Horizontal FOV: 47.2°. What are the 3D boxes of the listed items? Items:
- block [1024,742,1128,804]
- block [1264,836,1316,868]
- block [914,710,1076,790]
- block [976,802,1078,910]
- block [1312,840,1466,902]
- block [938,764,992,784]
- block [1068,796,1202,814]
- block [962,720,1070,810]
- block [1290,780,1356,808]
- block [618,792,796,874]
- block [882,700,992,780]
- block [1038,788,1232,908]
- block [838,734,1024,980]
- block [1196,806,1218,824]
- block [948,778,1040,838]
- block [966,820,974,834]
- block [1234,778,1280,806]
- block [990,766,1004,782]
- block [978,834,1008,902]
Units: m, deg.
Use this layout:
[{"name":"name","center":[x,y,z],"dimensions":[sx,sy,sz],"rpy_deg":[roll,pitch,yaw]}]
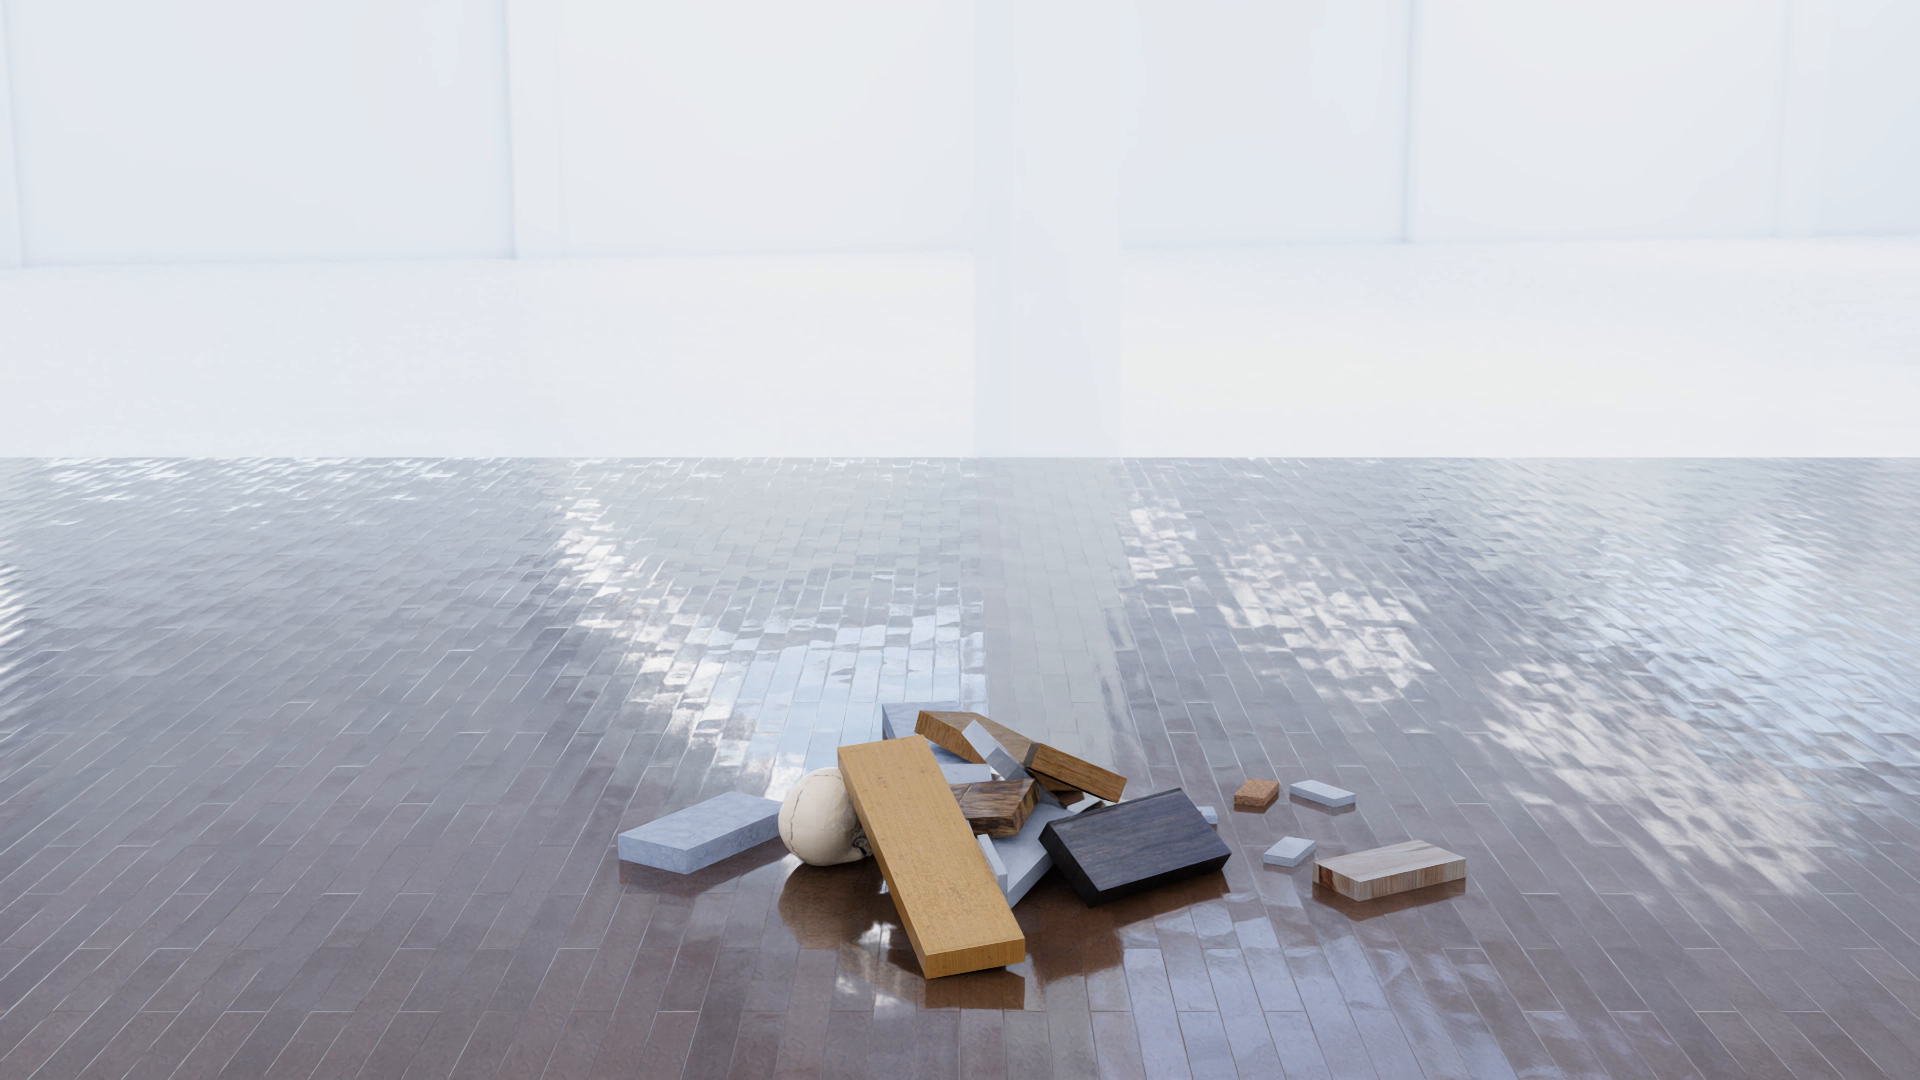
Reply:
[{"name":"block","center":[0.200,0.413,3.910],"dimensions":[0.161,0.046,0.321],"rpy_deg":[22,-5,1]},{"name":"block","center":[0.578,0.547,3.859],"dimensions":[0.055,0.016,0.110],"rpy_deg":[6,12,28]},{"name":"block","center":[0.078,0.410,4.295],"dimensions":[0.161,0.046,0.321],"rpy_deg":[7,12,-45]},{"name":"block","center":[0.085,0.525,3.700],"dimensions":[0.135,0.038,0.270],"rpy_deg":[14,29,27]},{"name":"block","center":[0.730,0.560,3.738],"dimensions":[0.237,0.034,0.118],"rpy_deg":[-6,12,-30]},{"name":"block","center":[-0.003,0.484,3.946],"dimensions":[0.120,0.034,0.240],"rpy_deg":[-1,28,0]},{"name":"block","center":[0.306,0.506,3.980],"dimensions":[0.237,0.034,0.118],"rpy_deg":[3,10,40]},{"name":"block","center":[0.118,0.431,3.884],"dimensions":[0.034,0.271,0.118],"rpy_deg":[-45,27,0]},{"name":"block","center":[0.692,0.484,4.197],"dimensions":[0.058,0.016,0.116],"rpy_deg":[-8,13,-36]},{"name":"block","center":[-0.447,0.520,3.927],"dimensions":[0.154,0.044,0.309],"rpy_deg":[7,13,33]},{"name":"block","center":[-0.046,0.424,4.437],"dimensions":[0.161,0.046,0.596],"rpy_deg":[-1,11,-8]},{"name":"block","center":[0.298,0.518,3.722],"dimensions":[0.309,0.044,0.154],"rpy_deg":[-8,47,-38]},{"name":"block","center":[-0.057,0.500,3.574],"dimensions":[0.154,0.044,0.617],"rpy_deg":[-7,27,-13]},{"name":"block","center":[0.416,0.509,4.064],"dimensions":[0.110,0.016,0.055],"rpy_deg":[0,11,-2]},{"name":"block","center":[-0.011,0.466,3.774],"dimensions":[0.270,0.038,0.135],"rpy_deg":[-7,19,22]},{"name":"block","center":[-0.024,0.551,3.561],"dimensions":[0.135,0.038,0.270],"rpy_deg":[-6,27,-10]},{"name":"block","center":[0.568,0.482,4.205],"dimensions":[0.058,0.016,0.116],"rpy_deg":[4,11,22]},{"name":"block","center":[0.115,0.476,3.979],"dimensions":[0.034,0.120,0.240],"rpy_deg":[-43,10,4]},{"name":"block","center":[0.052,0.525,3.503],"dimensions":[0.016,0.058,0.116],"rpy_deg":[-7,27,-13]}]
